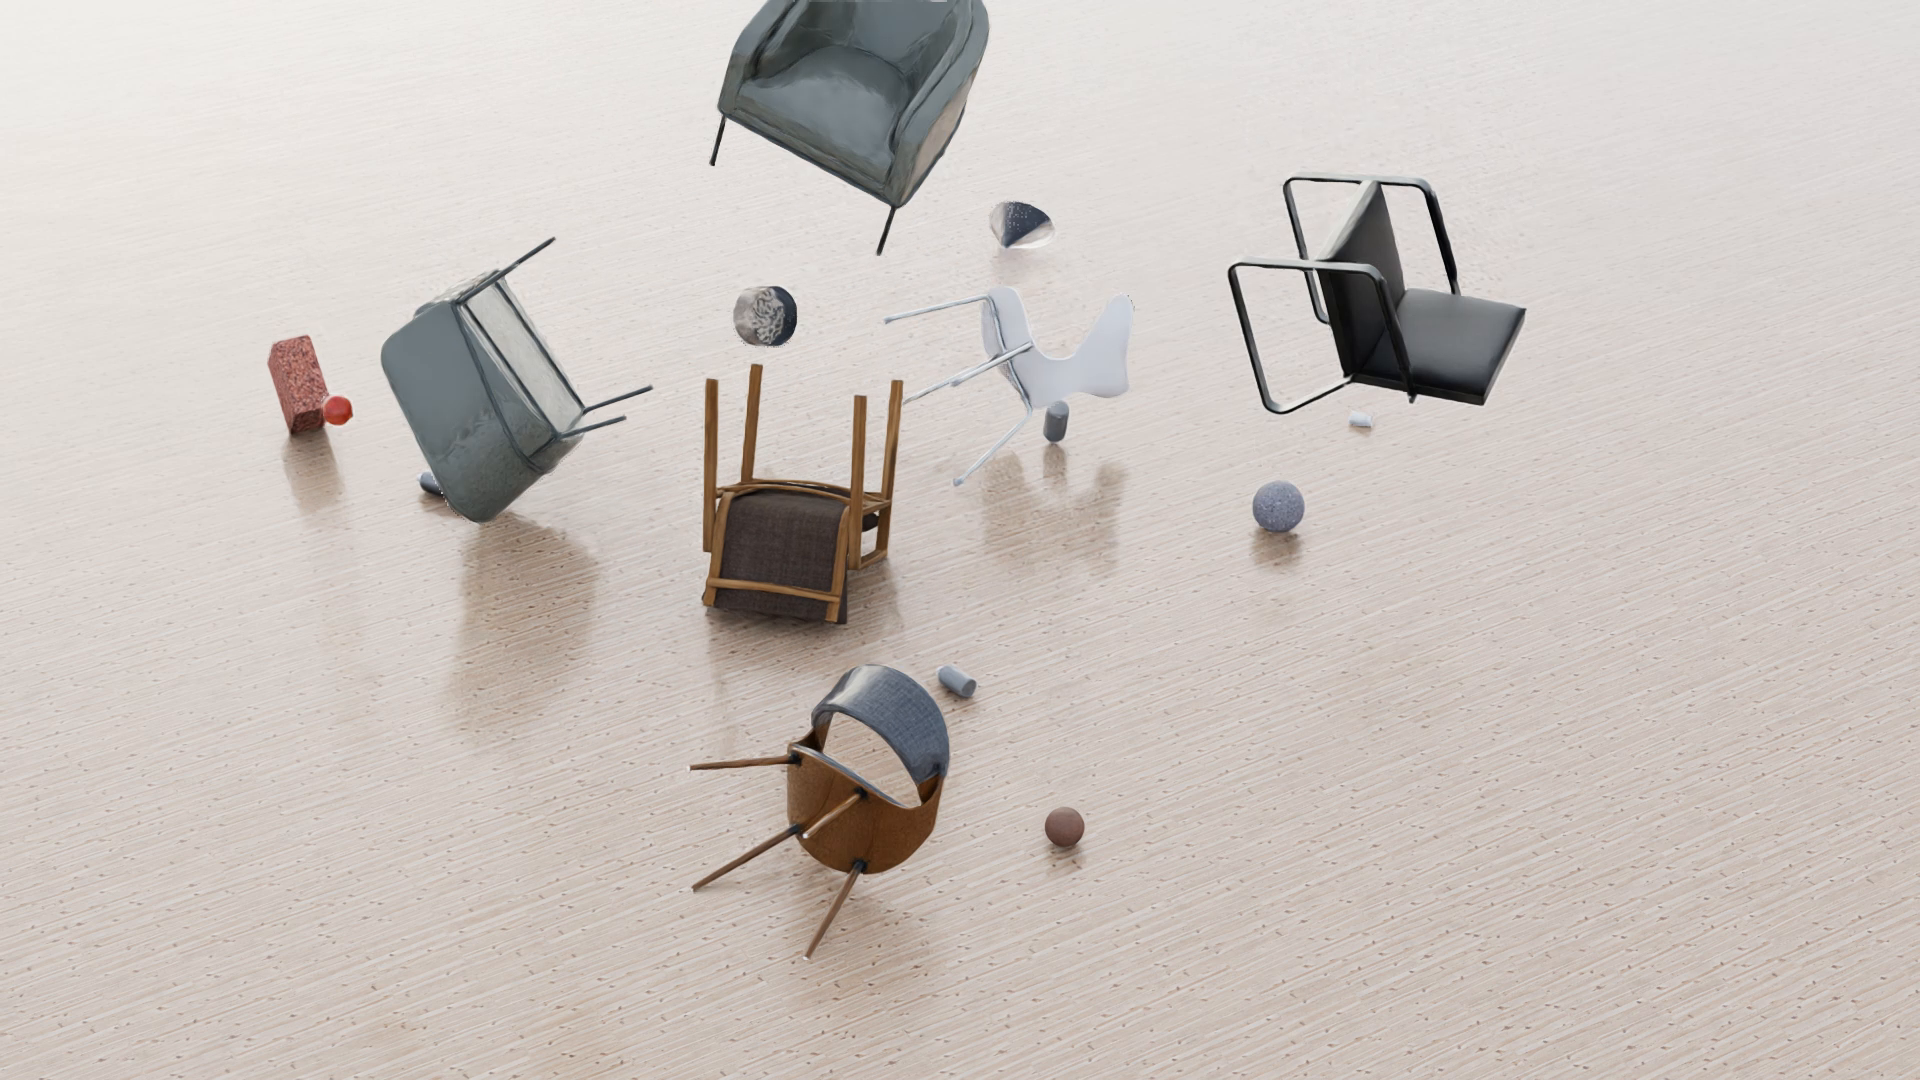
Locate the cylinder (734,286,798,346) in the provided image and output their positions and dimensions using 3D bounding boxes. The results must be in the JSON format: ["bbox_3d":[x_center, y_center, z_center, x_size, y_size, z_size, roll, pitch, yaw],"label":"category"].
[{"bbox_3d":[-0.760,-0.874,11.443,0.182,0.235,0.274,0,5,-20],"label":"cylinder"}]

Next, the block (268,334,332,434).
[{"bbox_3d":[-2.593,-0.610,11.513,0.142,0.258,0.301,-16,80,-22],"label":"block"}]

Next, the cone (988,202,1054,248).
[{"bbox_3d":[0.227,-1.317,12.744,0.312,0.223,0.224,12,36,18],"label":"cone"}]

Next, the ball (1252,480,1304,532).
[{"bbox_3d":[1.190,-0.125,10.955,0.196,0.196,0.196,0,33,0],"label":"ball"}]
